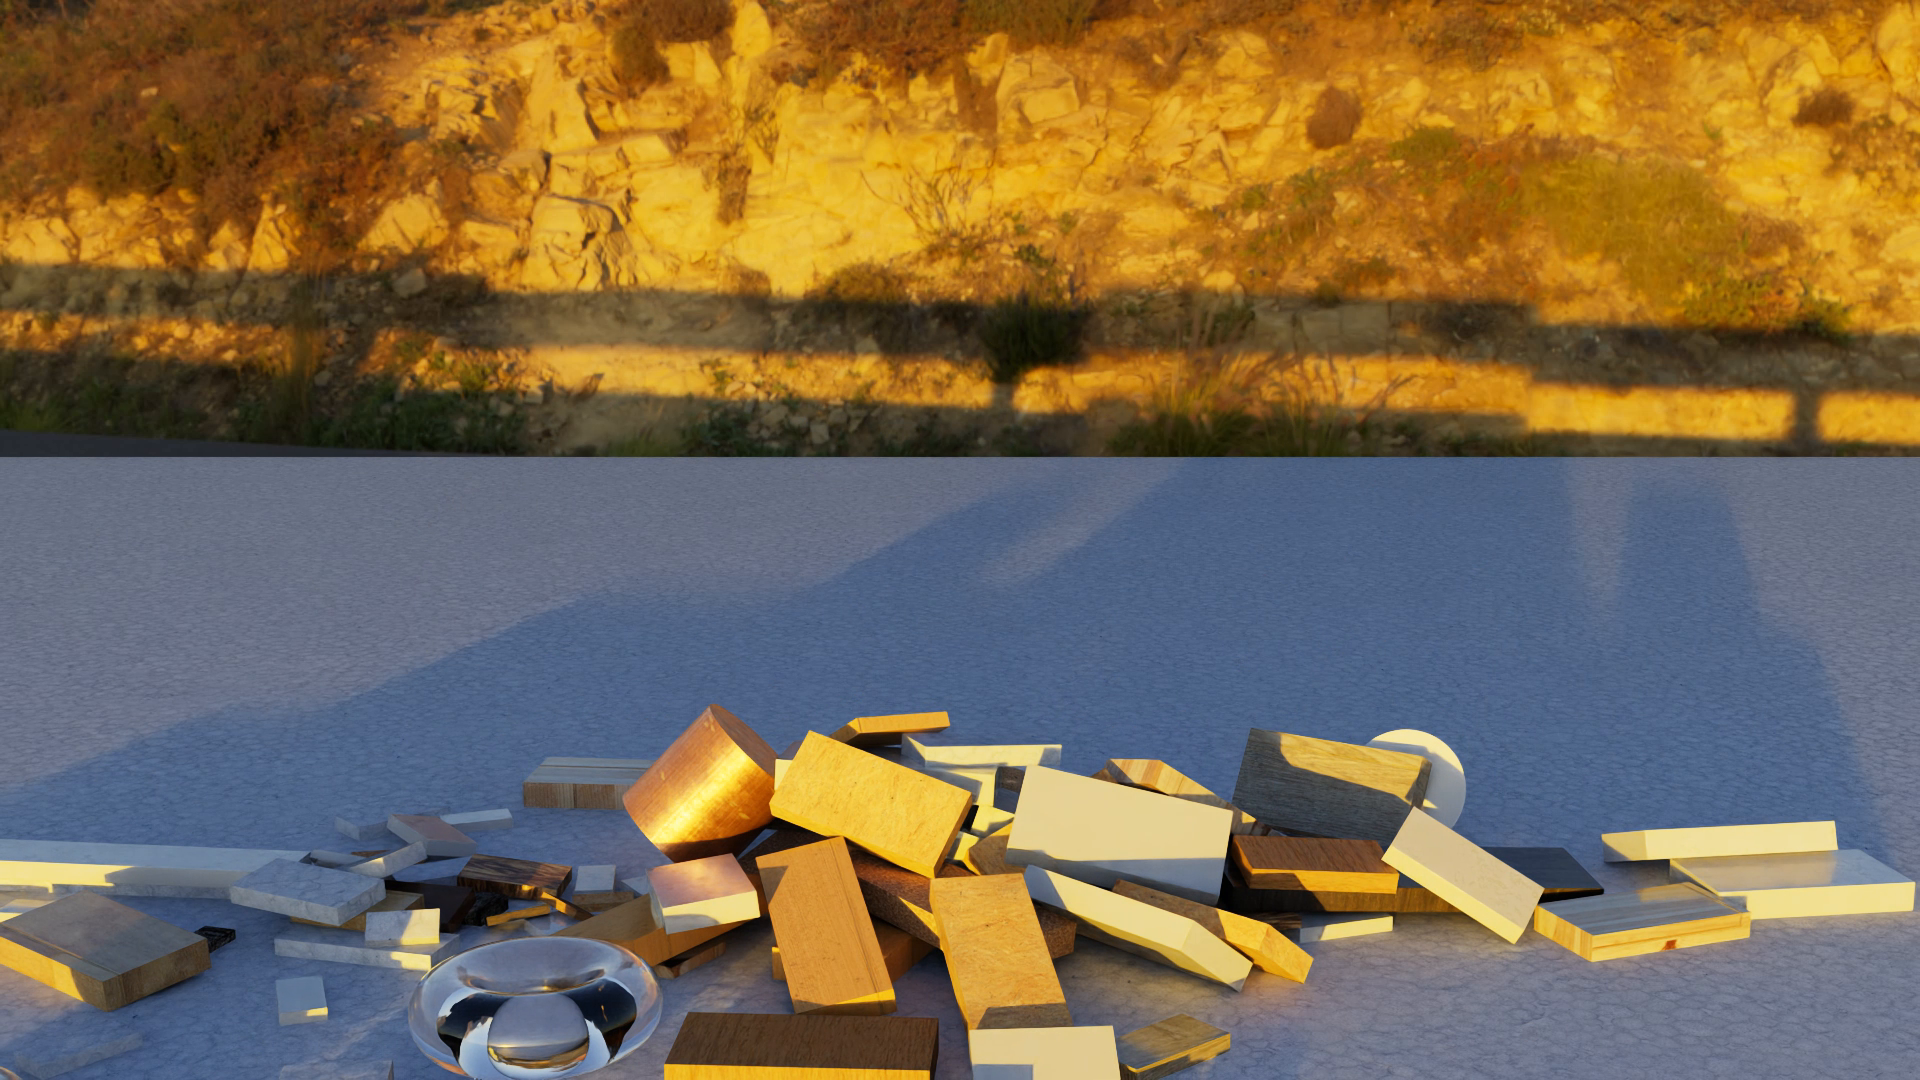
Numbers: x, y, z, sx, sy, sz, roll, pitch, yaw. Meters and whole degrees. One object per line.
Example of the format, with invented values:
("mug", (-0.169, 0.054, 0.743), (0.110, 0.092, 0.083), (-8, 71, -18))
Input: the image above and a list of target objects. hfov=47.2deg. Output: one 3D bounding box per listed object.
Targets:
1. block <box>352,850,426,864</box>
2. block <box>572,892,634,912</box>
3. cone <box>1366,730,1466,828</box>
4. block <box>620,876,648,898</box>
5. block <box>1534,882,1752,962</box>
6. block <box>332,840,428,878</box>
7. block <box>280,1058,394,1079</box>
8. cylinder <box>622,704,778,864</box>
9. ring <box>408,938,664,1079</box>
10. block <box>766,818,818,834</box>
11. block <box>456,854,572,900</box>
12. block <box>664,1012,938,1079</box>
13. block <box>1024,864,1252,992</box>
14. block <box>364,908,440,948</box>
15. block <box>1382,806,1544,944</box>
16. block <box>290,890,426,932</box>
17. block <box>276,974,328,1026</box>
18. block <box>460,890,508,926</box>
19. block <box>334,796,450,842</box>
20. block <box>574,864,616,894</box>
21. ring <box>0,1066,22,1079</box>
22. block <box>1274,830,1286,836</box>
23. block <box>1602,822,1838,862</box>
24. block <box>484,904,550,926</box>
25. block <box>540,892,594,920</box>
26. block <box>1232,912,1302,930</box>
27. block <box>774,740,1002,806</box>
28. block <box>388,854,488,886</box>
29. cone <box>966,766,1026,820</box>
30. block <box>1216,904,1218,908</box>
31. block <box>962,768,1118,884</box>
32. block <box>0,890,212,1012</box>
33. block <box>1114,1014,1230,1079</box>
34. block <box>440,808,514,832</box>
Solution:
("block", (-0.991, 0.555, 3.809), (0.125, 0.018, 0.063), (-2, 11, -10))
("block", (-0.585, 0.594, 3.608), (0.099, 0.014, 0.050), (-2, 11, -10))
("cone", (0.835, 0.477, 4.007), (0.220, 0.220, 0.220), (5, -15, 27))
("block", (-0.507, 0.585, 3.648), (0.063, 0.018, 0.125), (-7, 12, -32))
("block", (1.080, 0.603, 3.483), (0.298, 0.042, 0.149), (-4, 11, -20))
("block", (-0.992, 0.546, 3.593), (0.219, 0.031, 0.109), (-19, 0, 22))
("block", (-0.803, 0.735, 2.779), (0.140, 0.040, 0.279), (-1, 11, -8))
("cylinder", (-0.419, 0.428, 3.719), (0.213, 0.213, 0.213), (44, 3, -3))
("ring", (-0.587, 0.646, 3.051), (0.349, 0.116, 0.349), (0, 9, 0))
("block", (-0.188, 0.482, 3.875), (0.282, 0.040, 0.141), (3, 11, 18))
("block", (-0.743, 0.564, 3.670), (0.170, 0.024, 0.085), (7, 19, 6))
("block", (-0.208, 0.697, 2.959), (0.348, 0.049, 0.174), (1, 11, 3))
("block", (0.260, 0.584, 3.320), (0.337, 0.048, 0.168), (11, -22, 46))
("block", (-0.856, 0.596, 3.379), (0.110, 0.016, 0.055), (-2, 42, -9))
("block", (0.800, 0.531, 3.496), (0.239, 0.034, 0.120), (32, 38, 12))
("block", (-0.952, 0.581, 3.473), (0.185, 0.026, 0.093), (4, 17, 18))
("block", (-0.957, 0.668, 3.196), (0.066, 0.019, 0.131), (-4, 11, -19))
("block", (-0.832, 0.594, 3.581), (0.170, 0.024, 0.085), (4, 11, 18))
("block", (-1.040, 0.509, 4.032), (0.184, 0.026, 0.092), (-10, 14, -42))
("block", (-0.612, 0.576, 3.697), (0.063, 0.018, 0.125), (-1, 11, -6))
("ring", (-1.288, 0.725, 2.593), (0.395, 0.132, 0.395), (1, 10, 0))
("block", (0.489, 0.536, 3.894), (0.165, 0.023, 0.082), (-6, 12, -30))
("block", (1.300, 0.518, 3.773), (0.340, 0.048, 0.170), (-2, -9, -8))
("block", (-0.707, 0.599, 3.510), (0.099, 0.014, 0.049), (-10, -7, -18))
("block", (-0.627, 0.594, 3.535), (0.099, 0.014, 0.049), (15, -13, 46))
("block", (0.467, 0.597, 3.455), (0.122, 0.017, 0.061), (-4, 11, -21))
("block", (-0.114, 0.385, 3.651), (0.357, 0.051, 0.179), (4, 5, 5))
("block", (-0.874, 0.568, 3.723), (0.170, 0.024, 0.085), (-5, 12, -27))
("cone", (0.070, 0.526, 3.779), (0.192, 0.192, 0.192), (-1, 37, -8))
("block", (0.331, 0.605, 3.528), (0.160, 0.023, 0.080), (2, 11, 9))
("block", (0.164, 0.493, 3.530), (0.287, 0.041, 0.144), (-27, 63, -28))
("block", (-1.311, 0.619, 3.336), (0.341, 0.048, 0.171), (8, 19, 38))
("block", (0.274, 0.698, 3.014), (0.184, 0.026, 0.092), (-9, 14, -40))
("block", (-0.886, 0.515, 4.025), (0.125, 0.018, 0.063), (-4, 11, -19))
